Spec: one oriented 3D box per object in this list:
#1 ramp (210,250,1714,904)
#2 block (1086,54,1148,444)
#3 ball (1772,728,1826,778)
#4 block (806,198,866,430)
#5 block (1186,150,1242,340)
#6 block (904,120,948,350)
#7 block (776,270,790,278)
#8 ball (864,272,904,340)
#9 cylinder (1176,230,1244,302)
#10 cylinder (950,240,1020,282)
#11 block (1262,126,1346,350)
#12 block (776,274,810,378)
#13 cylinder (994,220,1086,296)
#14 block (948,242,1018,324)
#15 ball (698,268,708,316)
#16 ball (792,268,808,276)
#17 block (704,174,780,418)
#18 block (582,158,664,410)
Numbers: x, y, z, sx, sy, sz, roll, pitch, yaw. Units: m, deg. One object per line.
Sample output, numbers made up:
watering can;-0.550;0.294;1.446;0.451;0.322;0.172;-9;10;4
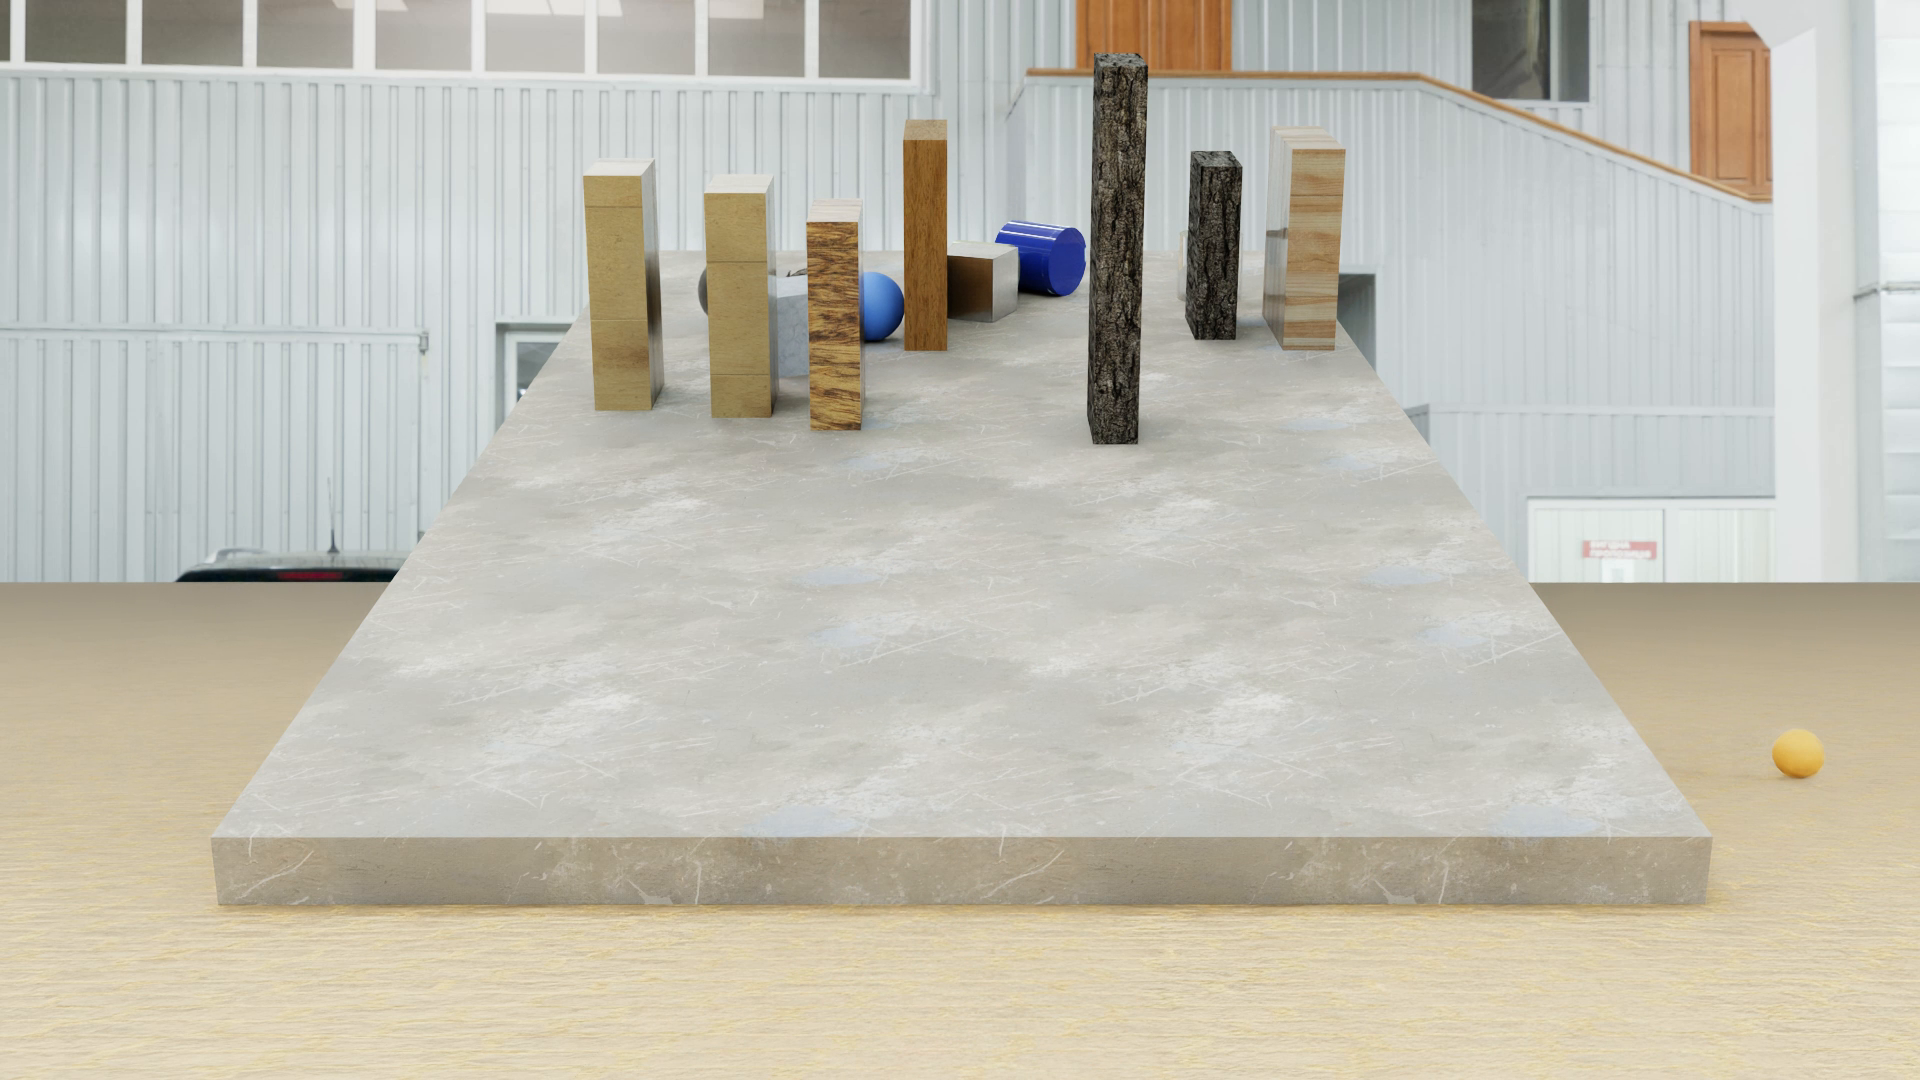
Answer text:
ramp;-0.004;-0.192;4.899;2.000;0.100;4.000;0;19;0
block;0.331;-0.617;4.765;0.095;0.792;0.240;0;19;0
ball;1.831;0.466;4.900;0.108;0.108;0.108;0;-1;0
block;-0.270;-0.500;4.939;0.109;0.457;0.284;0;19;0
block;0.646;-0.755;5.735;0.103;0.438;0.254;0;19;0
block;-0.085;-0.773;5.655;0.106;0.521;0.355;0;19;0
block;-0.519;-0.568;5.581;0.179;0.179;0.179;1;19;2
ball;-0.225;-0.589;5.653;0.173;0.173;0.173;0;-1;0
cylinder;0.683;-0.747;6.126;0.176;0.176;0.176;0;19;0
cylinder;0.061;-0.730;6.101;0.158;0.158;0.158;8;2;22
block;0.866;-0.770;5.686;0.129;0.498;0.393;0;19;0
block;-0.399;-0.516;5.401;0.194;0.194;0.194;-11;22;-30
cylinder;0.220;-0.781;6.206;0.188;0.188;0.188;13;7;34
block;0.042;-0.682;5.936;0.170;0.170;0.170;8;20;22
ball;-0.574;-0.638;5.758;0.199;0.199;0.199;0;-1;0
ball;-0.376;-0.611;5.728;0.168;0.168;0.168;0;-1;0
block;-0.485;-0.547;5.014;0.132;0.499;0.247;0;19;0
block;-0.755;-0.579;5.064;0.126;0.527;0.243;0;19;0
